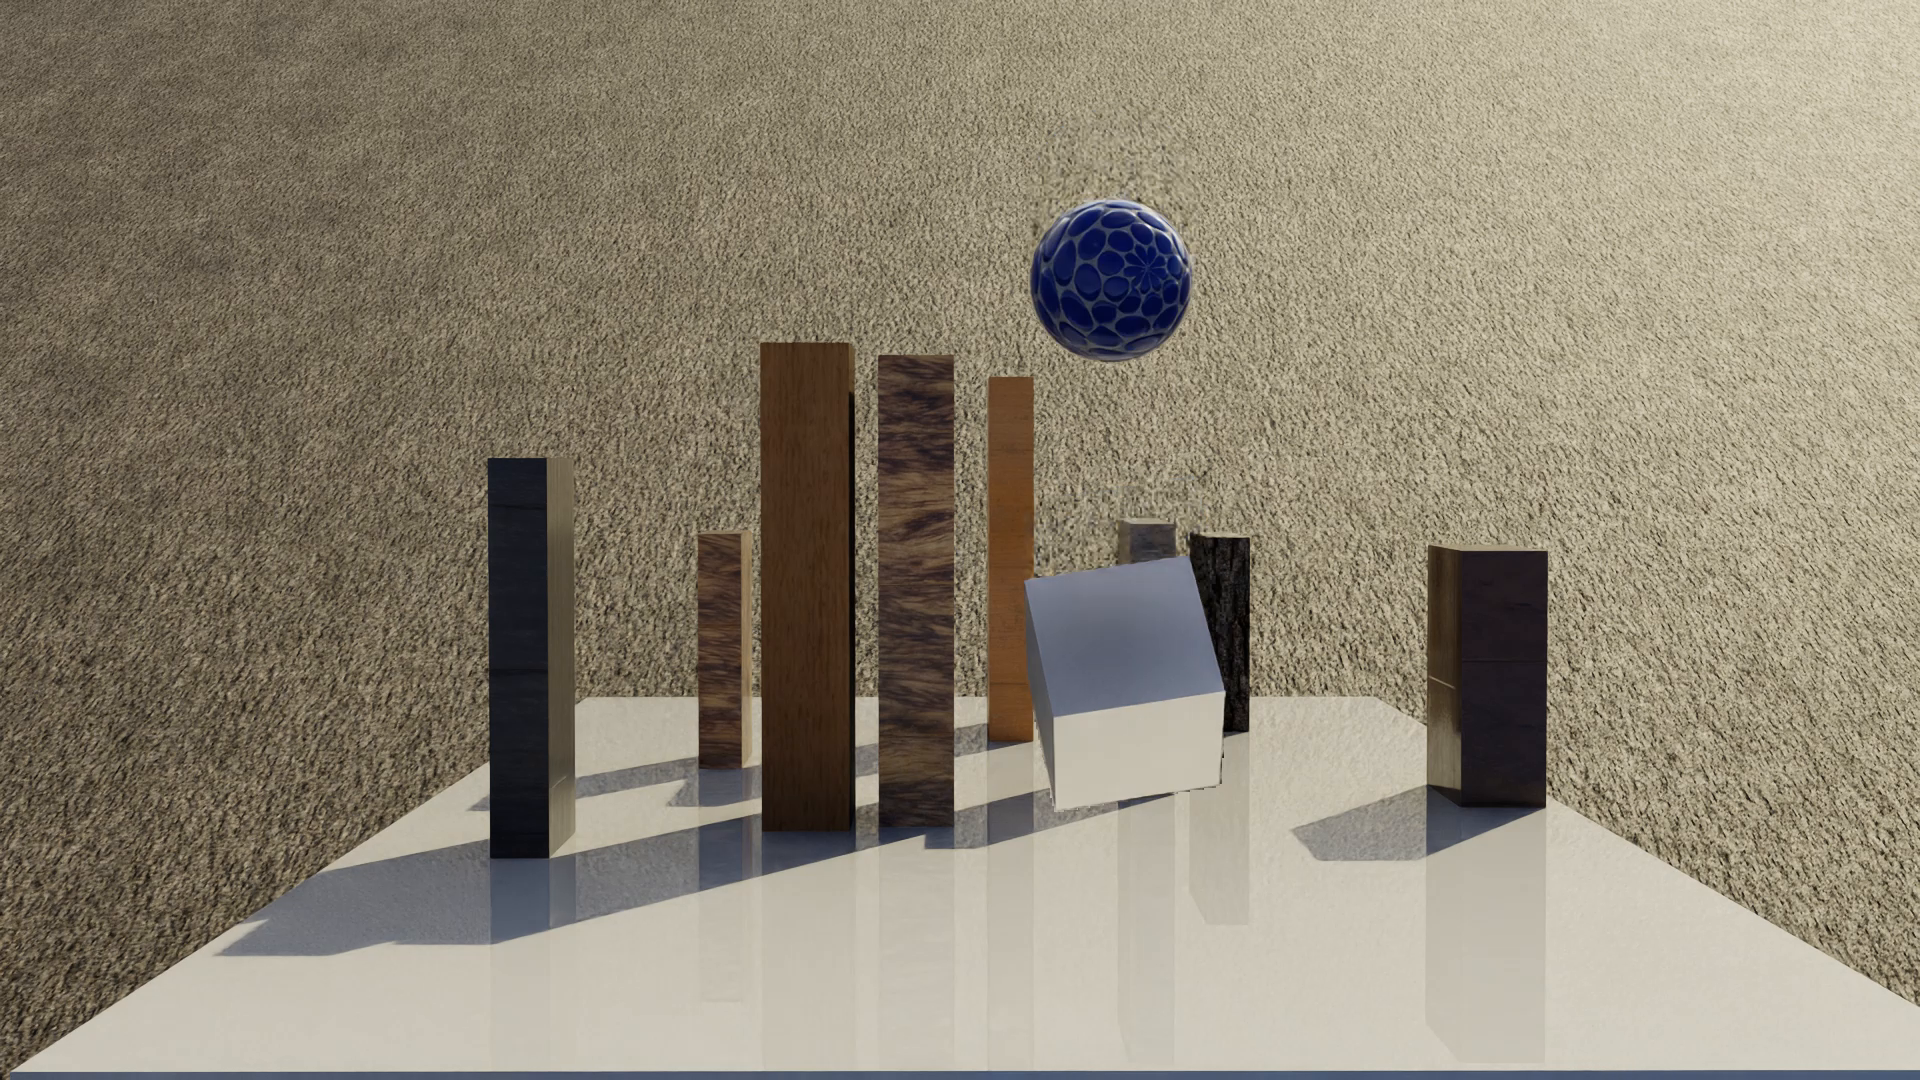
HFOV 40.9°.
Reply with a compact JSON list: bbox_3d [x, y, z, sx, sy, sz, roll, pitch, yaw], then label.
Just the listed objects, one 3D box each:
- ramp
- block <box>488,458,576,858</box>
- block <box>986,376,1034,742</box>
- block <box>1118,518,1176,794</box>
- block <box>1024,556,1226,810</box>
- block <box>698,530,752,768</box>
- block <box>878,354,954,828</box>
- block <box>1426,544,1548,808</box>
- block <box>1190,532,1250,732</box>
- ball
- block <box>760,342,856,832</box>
[{"bbox_3d":[0.057,0.512,4.554,2.000,0.100,4.000,0,2,0],"label":"ramp"},{"bbox_3d":[-0.669,0.175,4.038,0.090,0.607,0.271,0,2,0],"label":"block"},{"bbox_3d":[0.109,0.035,5.710,0.095,0.780,0.401,0,2,0],"label":"block"},{"bbox_3d":[0.347,0.209,4.816,0.080,0.489,0.352,0,2,0],"label":"block"},{"bbox_3d":[0.177,0.156,2.819,0.182,0.182,0.182,-9,52,-4],"label":"block"},{"bbox_3d":[-0.469,0.214,5.162,0.084,0.459,0.255,0,2,0],"label":"block"},{"bbox_3d":[-0.072,0.080,4.392,0.124,0.775,0.327,0,2,0],"label":"block"},{"bbox_3d":[0.943,0.236,4.627,0.148,0.446,0.326,0,2,0],"label":"block"},{"bbox_3d":[0.595,0.203,5.929,0.093,0.431,0.437,0,2,0],"label":"block"},{"bbox_3d":[0.155,-0.266,2.644,0.167,0.167,0.167,0,25,0],"label":"ball"},{"bbox_3d":[-0.252,0.073,4.307,0.143,0.794,0.252,0,2,0],"label":"block"}]
